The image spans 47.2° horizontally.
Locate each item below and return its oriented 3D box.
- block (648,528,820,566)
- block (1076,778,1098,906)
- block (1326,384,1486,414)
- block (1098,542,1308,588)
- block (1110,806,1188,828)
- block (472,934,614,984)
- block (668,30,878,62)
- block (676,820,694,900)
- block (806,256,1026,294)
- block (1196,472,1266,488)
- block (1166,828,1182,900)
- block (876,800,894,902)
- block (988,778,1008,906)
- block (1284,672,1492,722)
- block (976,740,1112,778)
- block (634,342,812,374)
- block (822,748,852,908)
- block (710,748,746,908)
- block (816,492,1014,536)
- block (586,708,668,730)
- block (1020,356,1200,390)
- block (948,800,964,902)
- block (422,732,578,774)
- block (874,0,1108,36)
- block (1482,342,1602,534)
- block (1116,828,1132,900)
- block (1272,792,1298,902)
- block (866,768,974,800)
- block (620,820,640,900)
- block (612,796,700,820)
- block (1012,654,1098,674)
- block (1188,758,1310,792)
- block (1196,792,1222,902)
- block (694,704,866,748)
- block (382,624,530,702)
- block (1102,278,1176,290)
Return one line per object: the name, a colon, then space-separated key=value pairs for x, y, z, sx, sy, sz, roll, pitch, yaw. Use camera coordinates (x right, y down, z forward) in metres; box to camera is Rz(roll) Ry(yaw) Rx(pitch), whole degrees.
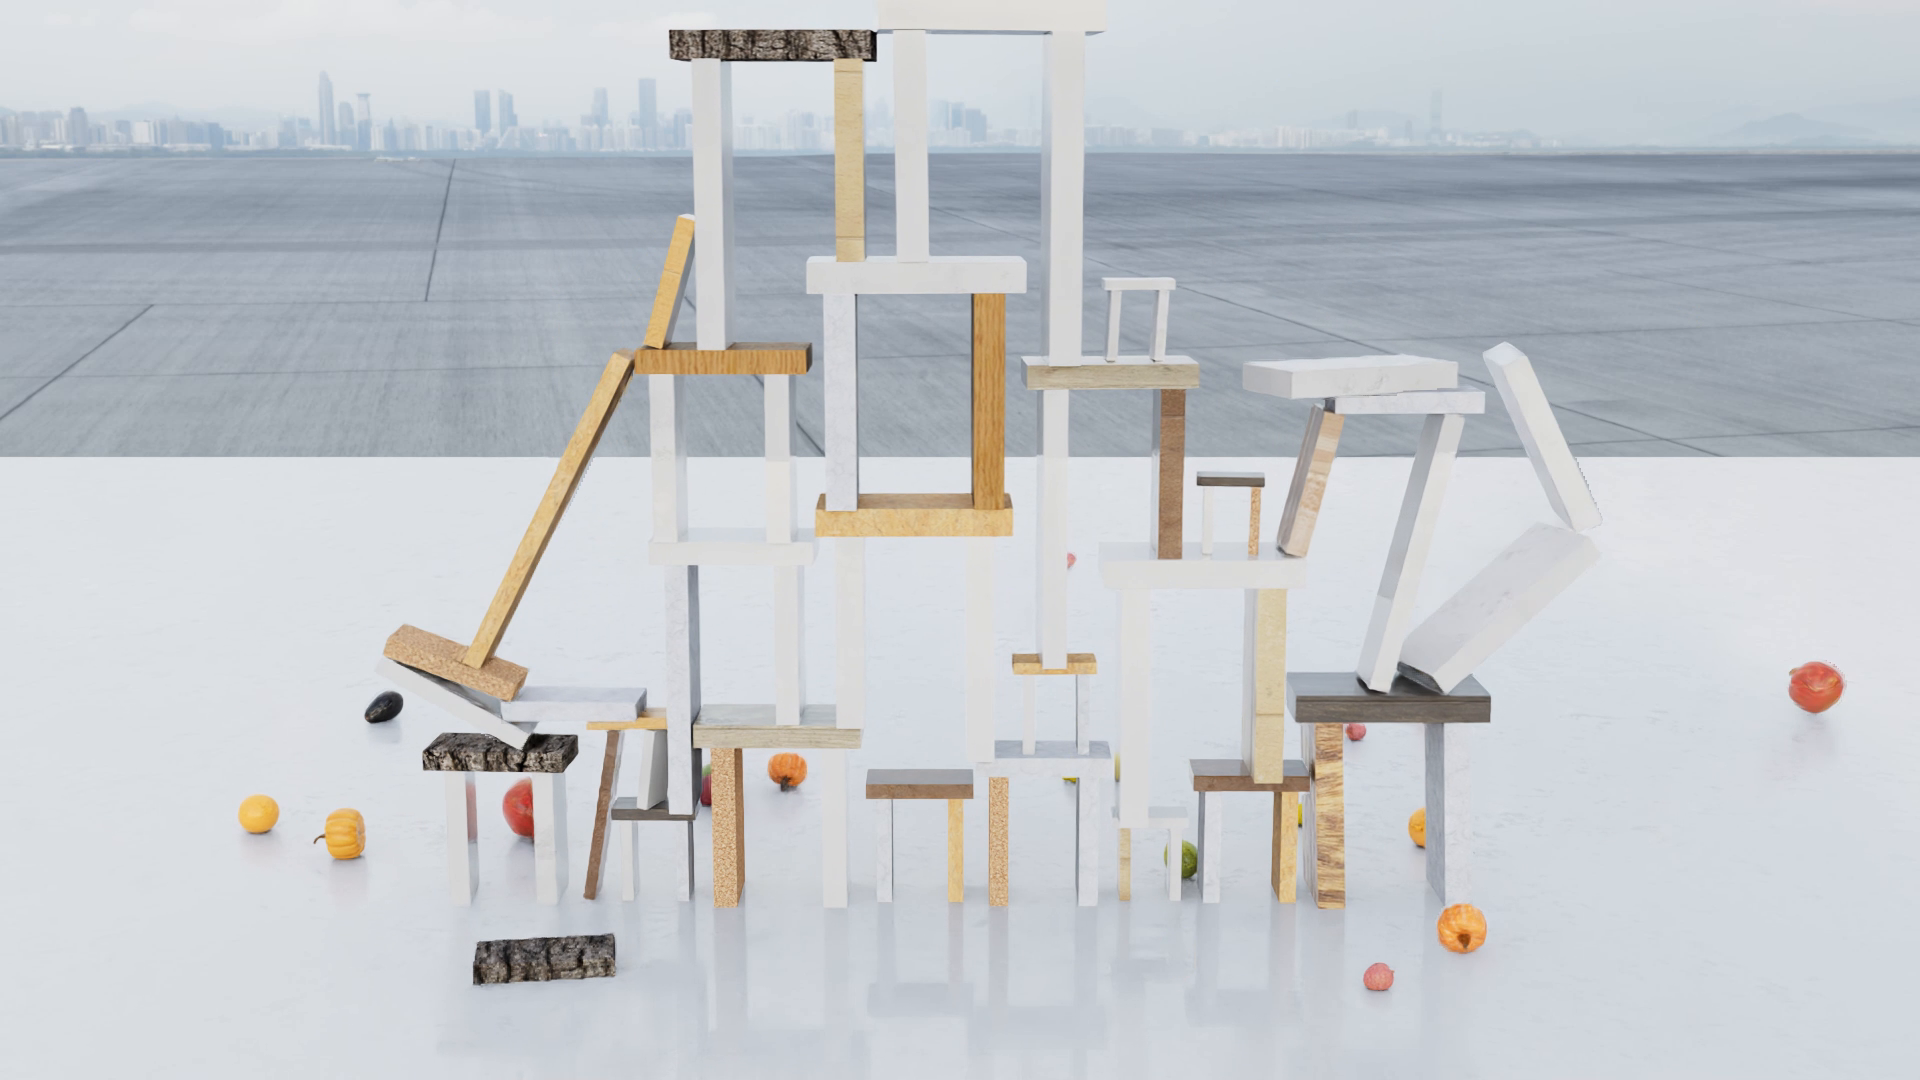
block: x=-0.364 y=0.010 z=3.563 sx=0.263 sy=0.037 sz=0.131 roll=0 pitch=11 yaw=1
block: x=0.210 y=0.483 z=3.645 sx=0.031 sy=0.220 sz=0.110 roll=0 pitch=11 yaw=0
block: x=0.709 y=-0.225 z=3.514 sx=0.233 sy=0.033 sz=0.117 roll=0 pitch=10 yaw=1
block: x=0.389 y=0.040 z=3.563 sx=0.320 sy=0.045 sz=0.160 roll=0 pitch=11 yaw=0
block: x=0.313 y=0.459 z=3.640 sx=0.125 sy=0.018 sz=0.063 roll=0 pitch=11 yaw=1
block: x=-0.630 y=0.636 z=3.340 sx=0.207 sy=0.029 sz=0.103 roll=-2 pitch=11 yaw=-9
block: x=-0.287 y=-0.768 z=3.419 sx=0.307 sy=0.043 sz=0.153 roll=0 pitch=11 yaw=2
block: x=-0.457 y=0.522 z=3.656 sx=0.020 sy=0.138 sz=0.069 roll=0 pitch=11 yaw=1
block: x=-0.070 y=-0.420 z=3.475 sx=0.339 sy=0.048 sz=0.170 roll=0 pitch=11 yaw=-2
block: x=0.435 y=-0.098 z=3.536 sx=0.110 sy=0.016 sz=0.055 roll=1 pitch=11 yaw=7
block: x=0.356 y=0.529 z=3.655 sx=0.018 sy=0.125 sz=0.063 roll=0 pitch=11 yaw=0
block: x=-0.125 y=0.502 z=3.657 sx=0.025 sy=0.176 sz=0.088 roll=0 pitch=11 yaw=0
block: x=0.064 y=0.483 z=3.644 sx=0.031 sy=0.220 sz=0.110 roll=0 pitch=11 yaw=0
block: x=0.697 y=0.258 z=3.611 sx=0.313 sy=0.044 sz=0.157 roll=0 pitch=11 yaw=1
block: x=0.136 y=0.360 z=3.621 sx=0.220 sy=0.031 sz=0.110 roll=0 pitch=11 yaw=0
block: x=-0.375 y=-0.290 z=3.502 sx=0.268 sy=0.038 sz=0.134 roll=0 pitch=11 yaw=0
block: x=-0.204 y=0.457 z=3.645 sx=0.038 sy=0.270 sz=0.135 roll=0 pitch=11 yaw=0
block: x=-0.384 y=0.457 z=3.646 sx=0.038 sy=0.270 sz=0.135 roll=0 pitch=11 yaw=0
block: x=-0.073 y=-0.041 z=3.547 sx=0.312 sy=0.044 sz=0.156 roll=0 pitch=10 yaw=-1
block: x=-0.540 y=0.293 z=3.611 sx=0.135 sy=0.019 sz=0.068 roll=-1 pitch=10 yaw=2
block: x=0.237 y=-0.268 z=3.506 sx=0.271 sy=0.038 sz=0.135 roll=-1 pitch=11 yaw=-3
block: x=-0.007 y=0.502 z=3.657 sx=0.025 sy=0.176 sz=0.088 roll=0 pitch=11 yaw=0
block: x=-0.754 y=0.349 z=3.618 sx=0.230 sy=0.033 sz=0.115 roll=1 pitch=11 yaw=3
block: x=0.043 y=-0.814 z=3.419 sx=0.348 sy=0.049 sz=0.174 roll=0 pitch=11 yaw=-5
block: x=0.953 y=-0.170 z=3.609 sx=0.043 sy=0.304 sz=0.152 roll=-26 pitch=11 yaw=7
block: x=0.272 y=0.529 z=3.655 sx=0.018 sy=0.125 sz=0.063 roll=0 pitch=11 yaw=0
block: x=0.540 y=0.496 z=3.656 sx=0.027 sy=0.190 sz=0.095 roll=0 pitch=11 yaw=0
block: x=-0.066 y=0.403 z=3.639 sx=0.176 sy=0.025 sz=0.088 roll=0 pitch=11 yaw=0
block: x=-0.549 y=0.522 z=3.657 sx=0.020 sy=0.138 sz=0.069 roll=0 pitch=11 yaw=0
block: x=-0.503 y=0.445 z=3.642 sx=0.138 sy=0.020 sz=0.069 roll=0 pitch=11 yaw=0
block: x=0.154 y=0.202 z=3.591 sx=0.135 sy=0.019 sz=0.068 roll=0 pitch=11 yaw=-1
block: x=0.477 y=0.389 z=3.637 sx=0.190 sy=0.027 sz=0.095 roll=0 pitch=11 yaw=1
block: x=0.414 y=0.496 z=3.654 sx=0.027 sy=0.190 sz=0.095 roll=0 pitch=11 yaw=0
block: x=-0.295 y=0.306 z=3.616 sx=0.270 sy=0.038 sz=0.135 roll=0 pitch=11 yaw=1
block: x=-0.822 y=0.200 z=3.595 sx=0.218 sy=0.031 sz=0.109 roll=21 pitch=10 yaw=-3
block: x=0.283 y=-0.407 z=3.493 sx=0.112 sy=0.016 sz=0.056 roll=-1 pitch=11 yaw=-2
